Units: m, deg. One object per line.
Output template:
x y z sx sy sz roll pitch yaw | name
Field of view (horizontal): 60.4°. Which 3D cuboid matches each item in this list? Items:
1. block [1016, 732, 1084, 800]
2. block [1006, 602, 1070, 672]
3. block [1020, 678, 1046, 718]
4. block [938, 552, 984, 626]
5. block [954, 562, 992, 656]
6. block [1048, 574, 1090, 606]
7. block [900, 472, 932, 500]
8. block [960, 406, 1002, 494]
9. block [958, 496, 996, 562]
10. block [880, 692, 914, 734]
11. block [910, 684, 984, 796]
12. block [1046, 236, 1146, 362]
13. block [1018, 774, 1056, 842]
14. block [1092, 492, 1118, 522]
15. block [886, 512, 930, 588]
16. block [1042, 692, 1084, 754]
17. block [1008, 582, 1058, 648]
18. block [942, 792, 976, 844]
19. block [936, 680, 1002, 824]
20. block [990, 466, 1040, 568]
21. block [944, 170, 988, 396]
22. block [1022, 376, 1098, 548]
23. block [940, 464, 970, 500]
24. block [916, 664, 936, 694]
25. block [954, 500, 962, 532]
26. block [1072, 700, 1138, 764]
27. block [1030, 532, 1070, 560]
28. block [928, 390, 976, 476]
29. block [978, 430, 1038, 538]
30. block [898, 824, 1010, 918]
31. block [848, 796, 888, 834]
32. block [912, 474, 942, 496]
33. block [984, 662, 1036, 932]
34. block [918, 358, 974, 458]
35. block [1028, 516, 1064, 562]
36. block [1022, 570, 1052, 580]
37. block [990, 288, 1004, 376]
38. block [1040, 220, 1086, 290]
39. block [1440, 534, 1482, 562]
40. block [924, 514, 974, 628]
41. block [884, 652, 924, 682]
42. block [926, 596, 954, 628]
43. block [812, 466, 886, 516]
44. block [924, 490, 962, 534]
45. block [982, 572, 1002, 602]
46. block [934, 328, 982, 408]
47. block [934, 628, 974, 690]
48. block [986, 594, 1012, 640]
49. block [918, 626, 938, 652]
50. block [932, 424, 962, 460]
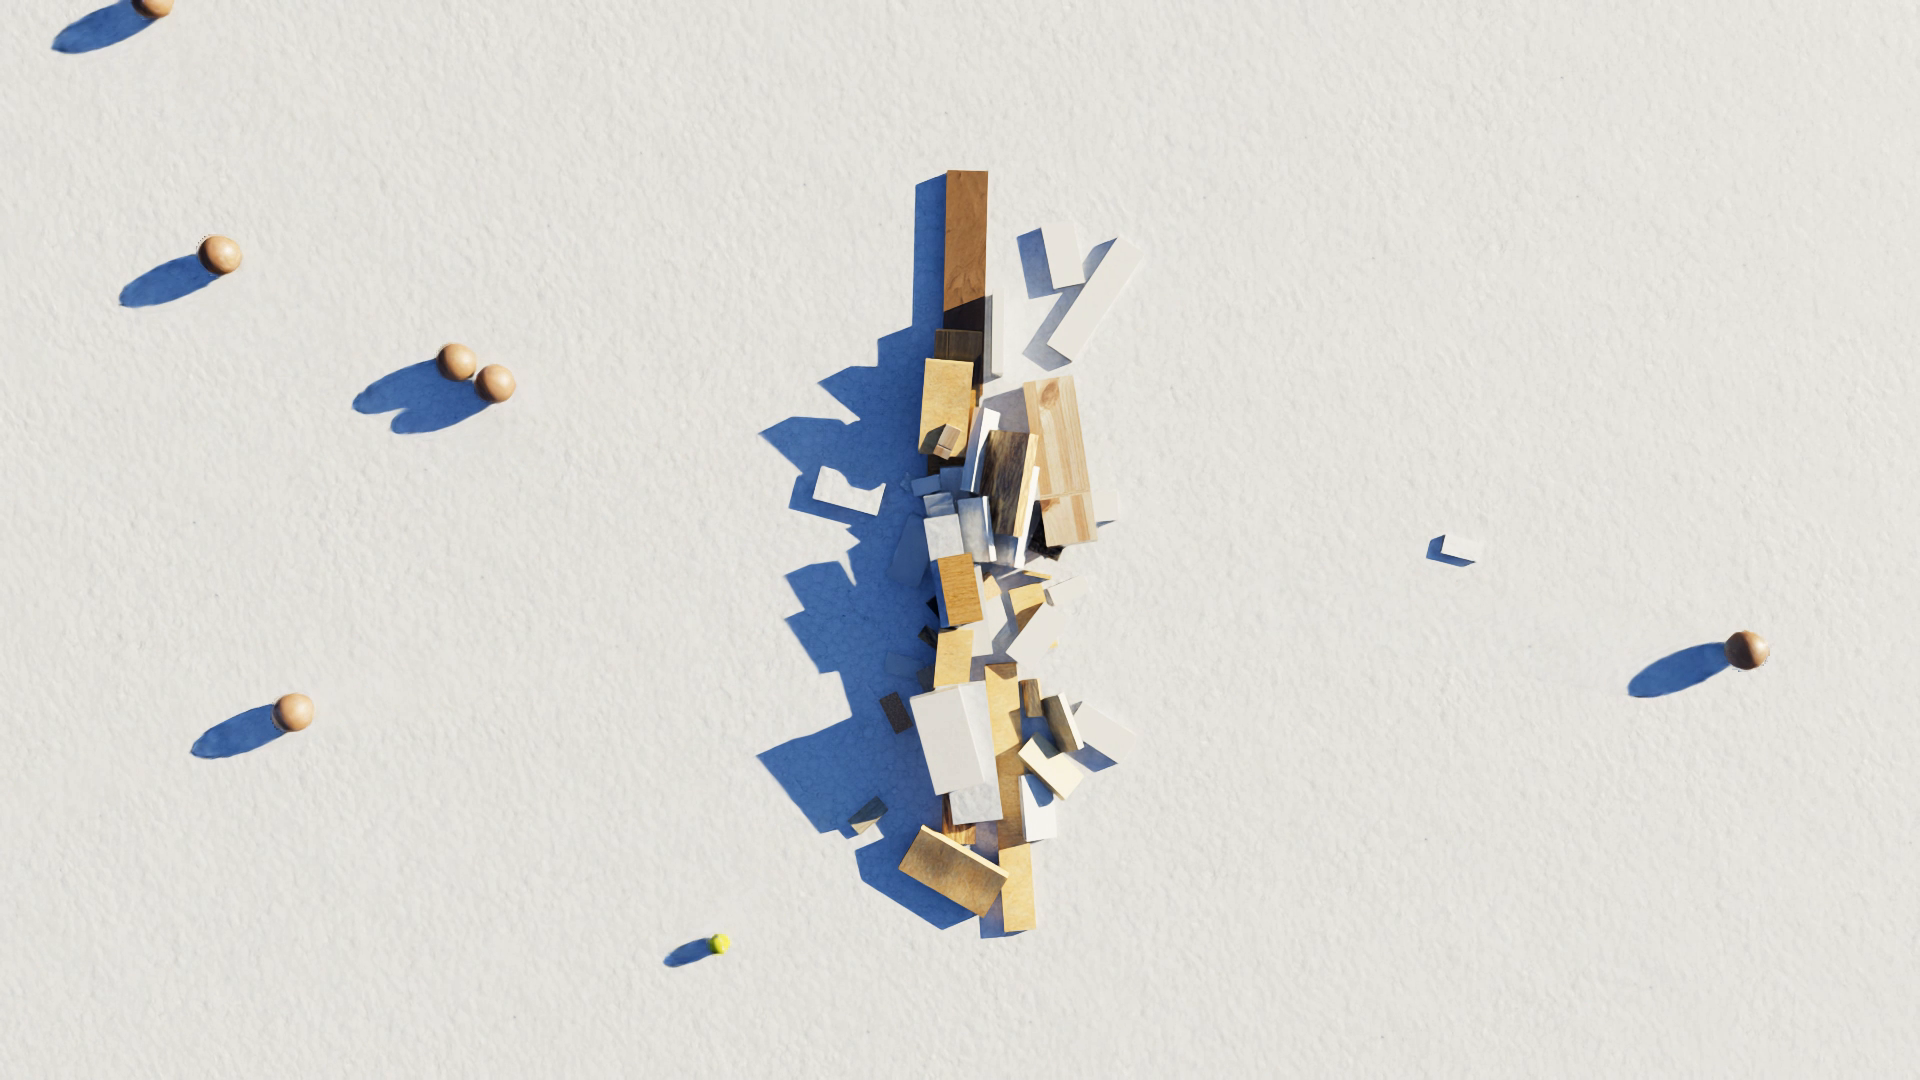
0.297 0.748 5.459 0.217 0.031 0.108 44 60 0 | block
0.256 0.319 5.454 0.105 0.030 0.210 38 90 0 | block
0.242 0.524 5.476 0.063 0.018 0.126 -9 90 32 | block
0.002 0.160 5.343 0.111 0.031 0.221 -10 97 2 | block
0.031 0.230 5.416 0.113 0.032 0.304 -8 98 2 | block
0.363 0.166 5.491 0.128 0.018 0.064 -22 90 0 | block
-0.146 -0.178 5.492 0.106 0.015 0.053 33 90 0 | block
0.070 -0.292 5.430 0.039 0.137 0.275 9 90 25 | block
0.054 -0.033 5.386 0.105 0.030 0.210 -5 94 37 | block
-0.213 0.576 5.491 0.064 0.018 0.128 -27 90 0 | block
-0.041 0.649 5.355 0.164 0.046 0.328 -15 98 3 | block
0.451 -0.801 5.485 0.107 0.030 0.432 34 90 0 | block
0.257 0.881 5.466 0.108 0.031 0.217 -5 90 -21 | block
0.410 -0.107 5.486 0.228 0.027 0.096 -4 90 0 | block
-0.153 0.035 5.484 0.113 0.032 0.227 21 90 0 | block
0.335 0.605 5.455 0.027 0.096 0.192 -21 90 -42 | block
0.243 0.260 5.484 0.110 0.031 0.221 -15 90 0 | block
-0.002 0.750 5.484 0.110 0.031 0.515 1 90 0 | block
0.030 0.698 5.409 0.164 0.046 0.459 -7 99 2 | block
0.155 -0.085 5.428 0.167 0.047 0.335 9 90 40 | block
0.016 -0.852 5.481 0.137 0.039 0.745 1 90 0 | block
0.330 -0.258 5.422 0.167 0.047 0.556 -9 80 4 | block
-0.015 -0.155 5.456 0.093 0.026 0.185 -3 110 1 | block
-0.052 0.517 5.453 0.110 0.031 0.220 -24 90 0 | block
0.003 -0.040 5.462 0.093 0.026 0.185 -1 106 0 | block
0.470 0.640 5.485 0.217 0.031 0.108 33 90 0 | block
0.340 -0.022 5.452 0.192 0.027 0.096 -29 81 0 | block
-0.029 -0.340 5.435 0.153 0.043 0.306 1 107 0 | block
0.149 -0.186 5.383 0.167 0.047 0.335 10 90 40 | block
-0.022 1.094 5.457 0.328 0.046 0.164 30 103 1 | block
-0.306 0.916 5.491 0.126 0.018 0.063 -41 90 0 | block
-0.110 -0.181 5.449 0.106 0.015 0.053 -14 90 33 | block
0.168 0.853 5.485 0.105 0.030 0.887 -4 90 0 | block
-0.047 -0.429 5.363 0.153 0.043 0.306 5 107 -1 | block
0.314 -0.048 5.428 0.107 0.030 0.213 23 83 8 | block
0.255 0.115 5.476 0.094 0.047 0.013 12 90 0 | block
0.124 -0.681 5.431 0.039 0.137 0.275 1 90 0 | block
0.342 -0.948 5.485 0.107 0.030 0.213 -11 90 0 | block
1.668 0.028 5.491 0.126 0.018 0.063 14 90 0 | block
-0.034 0.101 5.367 0.111 0.031 0.359 -9 98 2 | block
-0.187 0.421 5.491 0.128 0.018 0.064 16 90 0 | block
-0.029 0.246 5.473 0.082 0.023 0.164 -39 101 0 | block
-0.368 -0.163 5.484 0.221 0.031 0.111 15 90 0 | block
-0.054 -0.063 5.430 0.093 0.026 0.185 -10 104 11 | block
0.047 0.180 5.452 0.164 0.023 0.082 -30 99 -6 | block
-0.009 -0.536 5.422 0.153 0.043 0.306 2 107 0 | block
-0.022 0.404 5.407 0.113 0.032 0.227 5 97 0 | block
0.109 0.249 5.488 0.082 0.023 0.164 -16 90 0 | block
-0.090 0.330 5.493 0.095 0.013 0.047 37 90 0 | block
-0.042 -0.320 5.366 0.053 0.015 0.106 24 105 -7 | block
